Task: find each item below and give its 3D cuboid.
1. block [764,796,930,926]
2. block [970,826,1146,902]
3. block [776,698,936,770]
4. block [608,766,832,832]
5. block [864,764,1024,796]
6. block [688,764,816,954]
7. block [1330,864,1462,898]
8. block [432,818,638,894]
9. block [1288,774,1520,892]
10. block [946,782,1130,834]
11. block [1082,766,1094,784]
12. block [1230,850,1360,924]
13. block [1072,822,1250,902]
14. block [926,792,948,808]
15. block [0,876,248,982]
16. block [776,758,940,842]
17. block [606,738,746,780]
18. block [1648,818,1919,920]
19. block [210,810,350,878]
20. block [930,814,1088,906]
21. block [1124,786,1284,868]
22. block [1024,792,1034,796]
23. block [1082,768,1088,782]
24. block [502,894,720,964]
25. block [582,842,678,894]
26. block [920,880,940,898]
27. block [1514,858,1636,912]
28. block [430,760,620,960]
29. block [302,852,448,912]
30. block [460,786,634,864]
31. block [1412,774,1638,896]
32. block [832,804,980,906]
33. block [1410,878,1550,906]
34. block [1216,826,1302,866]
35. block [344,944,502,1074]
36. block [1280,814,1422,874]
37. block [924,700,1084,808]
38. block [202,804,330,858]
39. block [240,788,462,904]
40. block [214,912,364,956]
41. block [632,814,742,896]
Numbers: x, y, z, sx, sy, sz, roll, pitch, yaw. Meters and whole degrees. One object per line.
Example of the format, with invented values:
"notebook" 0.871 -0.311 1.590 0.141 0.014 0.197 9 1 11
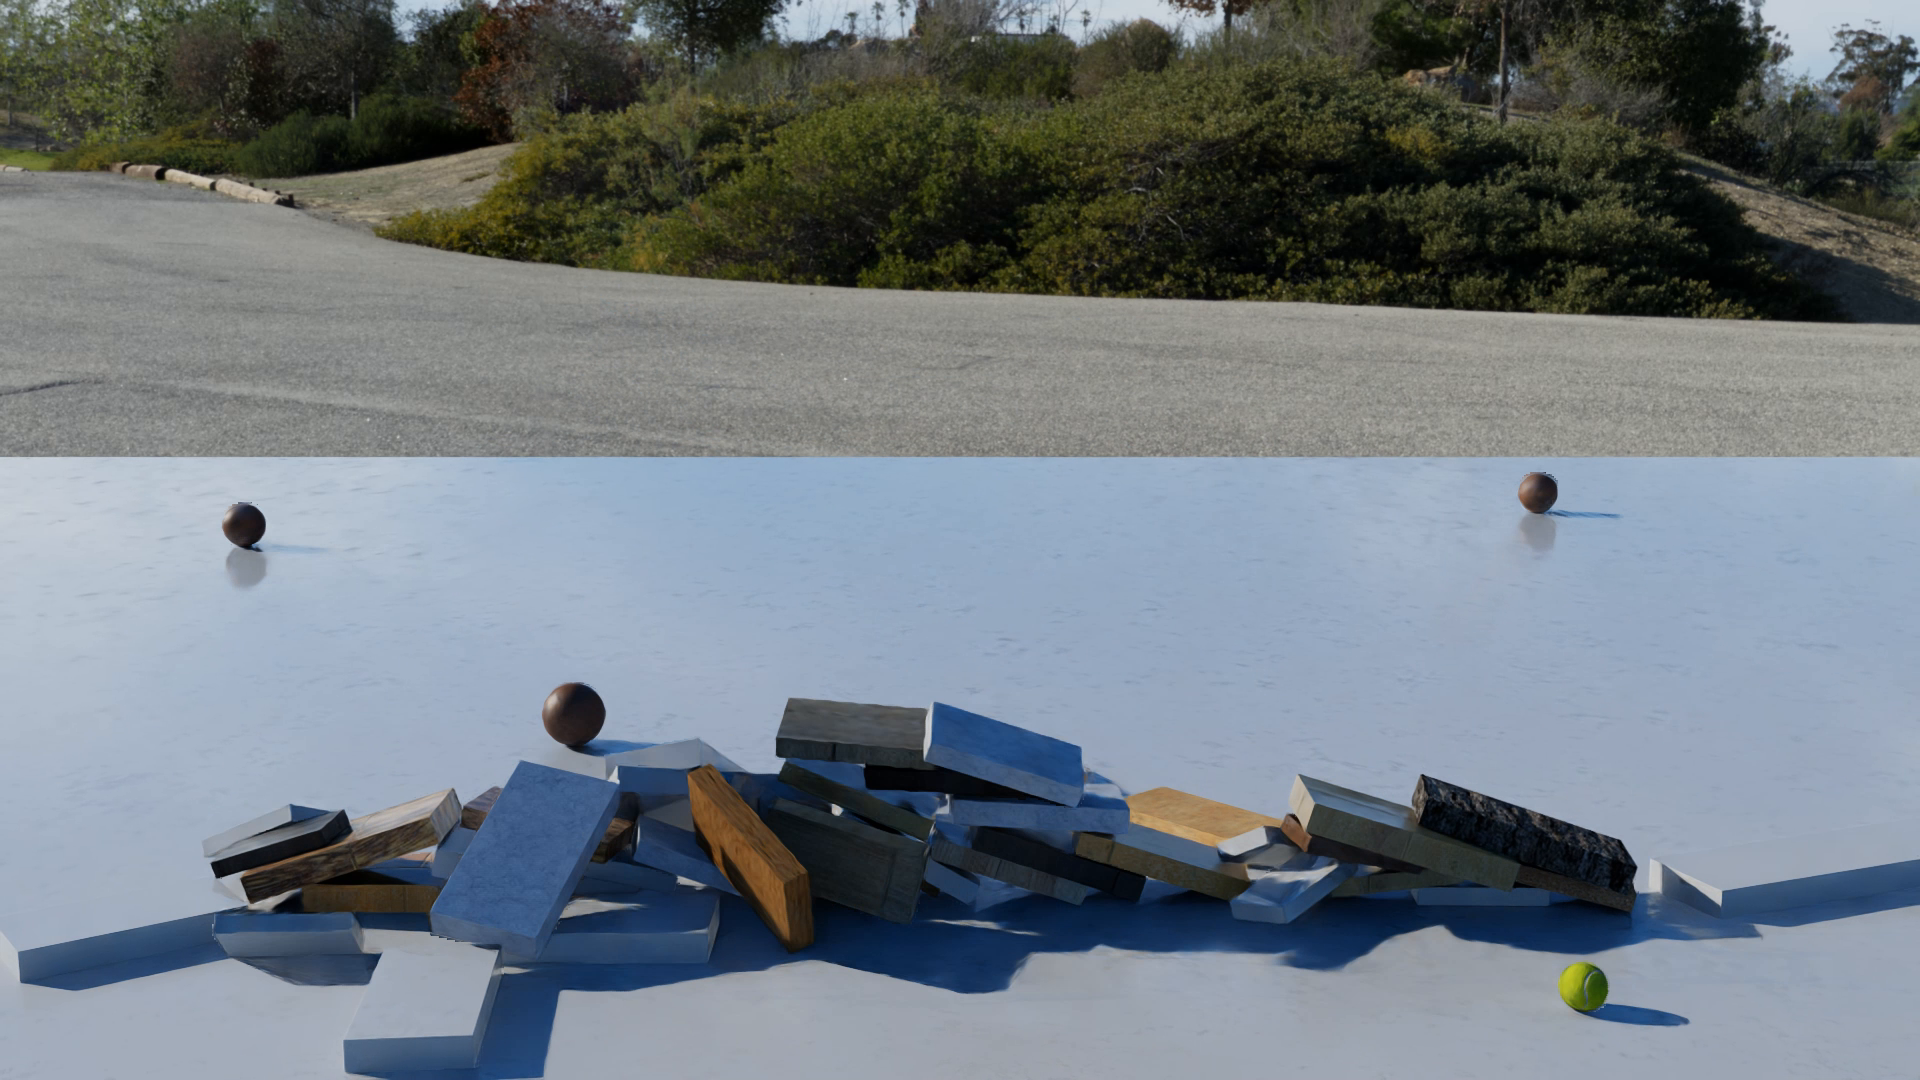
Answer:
"block" -0.190 0.514 3.527 0.264 0.132 0.037 17 23 7
"block" 0.161 0.517 3.662 0.289 0.041 0.144 18 9 -4
"block" -0.163 0.317 3.611 0.259 0.037 0.130 5 26 4
"block" -0.401 0.459 3.751 0.432 0.048 0.171 6 -37 -26
"block" -0.020 0.368 3.630 0.259 0.037 0.130 2 25 5
"block" -0.331 0.499 3.466 0.043 0.152 0.304 -23 41 -26
"block" 0.713 0.550 3.655 0.216 0.031 0.108 -6 10 -2
"block" -0.692 0.536 3.632 0.329 0.047 0.164 12 10 -6
"block" 0.722 0.477 3.592 0.347 0.049 0.174 17 9 -3
"block" 0.127 0.439 3.654 0.289 0.041 0.144 4 10 -5
"block" 0.127 0.445 4.333 0.152 0.043 0.304 -4 11 -22
"block" 0.544 0.561 3.567 0.105 0.030 0.211 -3 15 45
"block" 0.333 0.526 3.670 0.289 0.041 0.144 17 10 -2
"block" -0.164 0.480 4.021 0.384 0.037 0.132 -12 14 -20
"block" -1.314 0.606 3.447 0.344 0.049 0.172 -7 13 -35
"block" -0.166 0.413 3.633 0.262 0.037 0.131 22 10 -1
"block" -0.465 0.430 3.832 0.171 0.048 0.341 -12 -24 13
"block" 1.503 0.551 3.746 0.671 0.049 0.174 -4 11 -22
"block" -1.123 0.502 3.634 0.203 0.029 0.101 -17 10 9
"block" 0.079 0.531 3.660 0.262 0.037 0.131 18 10 -4
"block" 0.438 0.514 3.958 0.152 0.043 0.329 -10 14 -42
"block" 0.137 0.410 3.656 0.114 0.016 0.057 5 10 -1
"block" 0.149 0.391 3.652 0.114 0.016 0.057 8 19 15
"block" -0.558 0.607 3.442 0.344 0.049 0.172 0 11 0
"block" -0.587 0.520 3.615 0.249 0.035 0.125 13 10 -7
"block" -0.107 0.532 3.650 0.165 0.023 0.082 30 8 -10
"block" 1.000 0.556 3.634 0.216 0.031 0.108 14 11 9
"block" -0.675 0.494 3.440 0.171 0.048 0.341 12 39 9
"block" -0.906 0.568 3.658 0.328 0.047 0.164 0 11 0
"block" -0.672 0.464 3.589 0.249 0.035 0.125 13 11 10
"block" 0.925 0.483 3.625 0.347 0.049 0.174 18 9 5
"block" -0.091 0.505 3.652 0.262 0.037 0.131 31 8 -8
"block" 0.861 0.576 3.663 0.216 0.031 0.108 0 11 1
"block" 0.542 0.517 3.698 0.211 0.030 0.105 12 -30 -42
"block" -0.760 0.664 3.138 0.172 0.049 0.344 -1 11 -5
"block" 0.642 0.497 3.596 0.211 0.030 0.105 13 10 -17
"block" 0.071 0.346 3.559 0.259 0.037 0.130 18 25 -8
"block" -1.178 0.501 3.747 0.202 0.029 0.101 -22 -23 22
"block" -0.999 0.502 3.625 0.329 0.047 0.164 -18 10 4
"block" -1.022 0.603 3.359 0.203 0.029 0.101 -1 -31 -3
"block" -0.417 0.529 3.627 0.249 0.035 0.125 21 9 -13
